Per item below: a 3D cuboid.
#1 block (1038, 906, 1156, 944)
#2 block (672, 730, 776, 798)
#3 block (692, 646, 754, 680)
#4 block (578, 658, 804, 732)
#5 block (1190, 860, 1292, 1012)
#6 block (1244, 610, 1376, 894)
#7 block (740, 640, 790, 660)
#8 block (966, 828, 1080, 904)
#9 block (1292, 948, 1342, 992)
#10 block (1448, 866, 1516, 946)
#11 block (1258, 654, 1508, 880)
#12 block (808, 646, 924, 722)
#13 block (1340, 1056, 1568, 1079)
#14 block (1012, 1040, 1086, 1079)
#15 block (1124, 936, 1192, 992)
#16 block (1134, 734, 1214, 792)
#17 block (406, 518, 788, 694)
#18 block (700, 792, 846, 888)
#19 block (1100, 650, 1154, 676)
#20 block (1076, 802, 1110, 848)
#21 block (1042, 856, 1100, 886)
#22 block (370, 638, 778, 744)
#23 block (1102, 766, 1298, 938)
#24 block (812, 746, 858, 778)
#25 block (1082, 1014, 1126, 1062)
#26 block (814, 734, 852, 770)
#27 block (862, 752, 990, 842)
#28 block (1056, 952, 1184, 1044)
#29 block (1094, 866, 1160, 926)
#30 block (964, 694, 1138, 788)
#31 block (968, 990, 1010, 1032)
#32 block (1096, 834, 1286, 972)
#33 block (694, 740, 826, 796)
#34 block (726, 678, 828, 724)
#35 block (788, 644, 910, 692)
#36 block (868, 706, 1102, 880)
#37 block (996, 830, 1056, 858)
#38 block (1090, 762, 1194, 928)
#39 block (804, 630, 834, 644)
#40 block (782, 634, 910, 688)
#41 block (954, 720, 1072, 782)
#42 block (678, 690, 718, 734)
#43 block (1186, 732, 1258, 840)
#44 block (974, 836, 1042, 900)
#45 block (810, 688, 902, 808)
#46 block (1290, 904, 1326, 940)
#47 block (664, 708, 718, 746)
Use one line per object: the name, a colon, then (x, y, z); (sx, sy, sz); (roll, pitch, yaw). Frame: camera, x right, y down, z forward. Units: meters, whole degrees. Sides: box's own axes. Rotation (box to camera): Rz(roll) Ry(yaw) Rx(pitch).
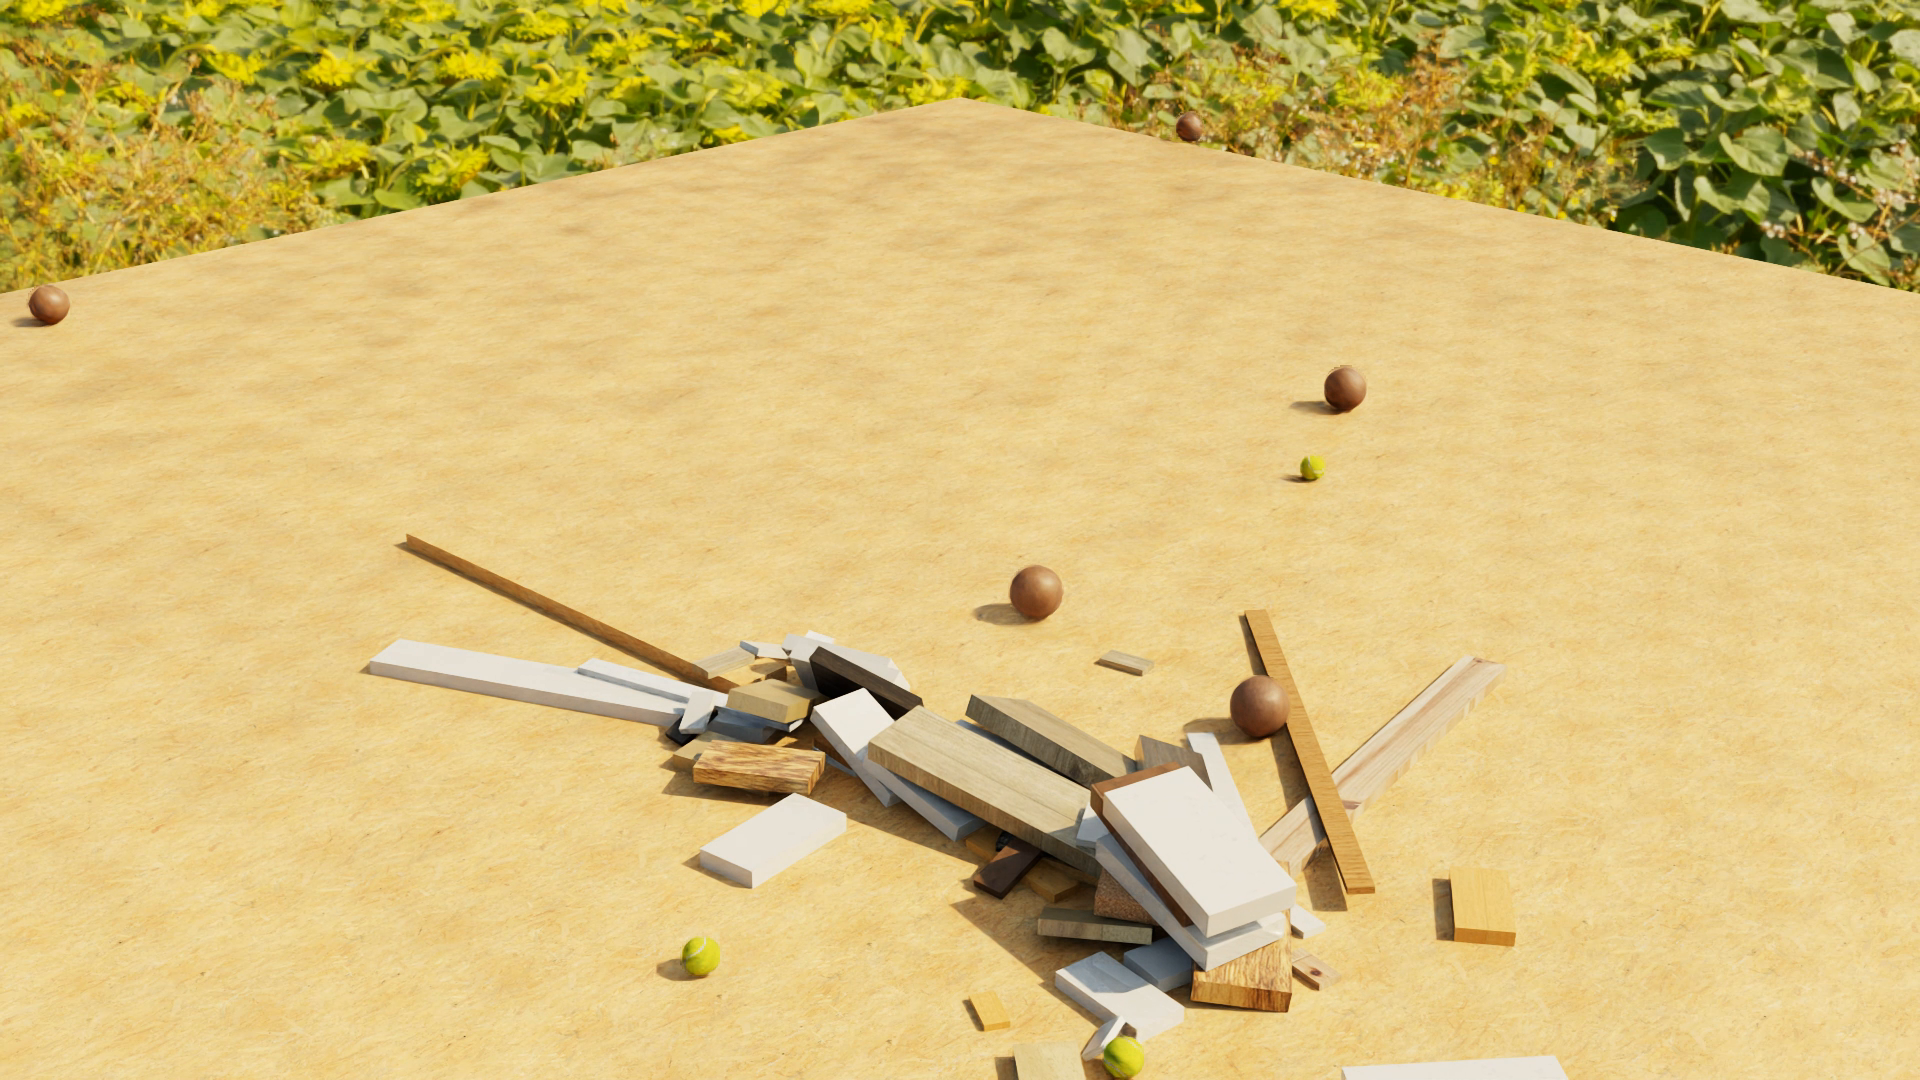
block: (0.251, 0.704, 4.020); (0.206, 0.029, 0.103); (4, 3, 8)
block: (-0.467, 0.468, 4.612); (0.245, 0.035, 0.122); (13, 26, 28)
block: (-0.536, 0.278, 4.983); (0.128, 0.018, 0.064); (-19, 29, -37)
block: (-0.599, 0.339, 4.852); (0.573, 0.015, 0.054); (13, 26, 27)
block: (0.506, 0.699, 3.956); (0.171, 0.048, 0.341); (7, 33, 3)
block: (0.731, 0.414, 4.709); (0.052, 0.015, 1.322); (-3, 21, 0)
block: (-0.442, 0.254, 5.075); (0.064, 0.018, 0.128); (20, 6, 39)
block: (0.120, 0.629, 4.254); (0.066, 0.019, 0.263); (-18, 29, -35)
block: (0.627, 0.767, 3.933); (0.052, 0.015, 0.104); (-15, 27, -31)
block: (0.975, 0.683, 4.112); (0.108, 0.031, 0.217); (4, 23, 8)
block: (0.866, 0.478, 4.596); (0.103, 0.029, 1.188); (15, 27, 32)
block: (-0.195, 0.334, 4.734); (0.271, 0.135, 0.038); (25, 61, 24)
block: (0.811, 0.914, 3.541); (0.358, 0.051, 0.179); (-2, 23, -5)
block: (0.152, 0.900, 3.600); (0.108, 0.031, 0.217); (-2, 23, -5)
block: (0.408, 0.749, 3.958); (0.206, 0.029, 0.103); (-14, 27, -29)
block: (0.432, 0.469, 4.478); (0.138, 0.039, 0.275); (17, 10, -1)
block: (-0.915, 0.151, 5.354); (1.296, 0.039, 0.138); (20, 30, 39)
block: (-0.365, 0.589, 4.323); (0.138, 0.039, 0.275); (17, 28, 34)
block: (0.385, 0.283, 5.072); (0.114, 0.016, 0.057); (15, 27, 31)
block: (0.261, 0.547, 4.206); (0.057, 0.016, 0.114); (9, 33, 11)
block: (0.242, 0.628, 4.251); (0.157, 0.022, 0.078); (15, 27, 31)
block: (-0.865, 0.334, 4.929); (0.986, 0.035, 0.122); (8, 24, 18)
block: (0.421, 0.548, 3.905); (0.179, 0.051, 0.358); (-15, 36, -22)
block: (-0.242, 0.460, 4.654); (0.133, 0.019, 0.067); (21, 31, 41)
block: (0.243, 0.843, 3.721); (0.047, 0.013, 0.095); (-37, 2, 33)
block: (-0.243, 0.442, 4.646); (0.067, 0.019, 0.133); (-17, 28, -35)
block: (-0.054, 0.495, 4.454); (0.135, 0.038, 0.271); (-24, 47, -40)
block: (0.277, 0.798, 3.842); (0.108, 0.031, 0.217); (-17, 28, -34)
block: (0.358, 0.592, 4.111); (0.160, 0.045, 0.320); (8, 32, 10)
block: (0.252, 0.449, 4.562); (0.171, 0.048, 0.561); (10, 12, -42)
block: (0.051, 0.817, 3.817); (0.047, 0.013, 0.094); (-7, 24, -15)
block: (0.412, 0.626, 3.968); (0.171, 0.048, 0.341); (-18, 38, -26)
block: (-0.412, 0.468, 4.526); (0.245, 0.035, 0.122); (5, 24, 12)
block: (-0.392, 0.346, 4.742); (0.135, 0.038, 0.269); (14, 5, 14)
block: (-0.237, 0.312, 4.852); (0.269, 0.135, 0.038); (13, 56, 27)
block: (0.161, 0.523, 4.296); (0.758, 0.045, 0.160); (24, 38, 31)
block: (0.143, 0.591, 4.291); (0.132, 0.019, 0.066); (5, 23, 16)
block: (0.398, 0.548, 3.998); (0.179, 0.051, 0.358); (-13, 36, -21)
block: (-0.340, 0.254, 5.118); (0.064, 0.018, 0.128); (19, 25, 4)
block: (-0.256, 0.284, 4.925); (0.269, 0.135, 0.038); (12, 64, 26)
block: (0.061, 0.472, 4.589); (0.320, 0.045, 0.160); (21, 31, 40)
block: (-0.564, 0.371, 4.739); (0.054, 0.015, 0.109); (-3, 43, 17)
block: (0.539, 0.514, 4.529); (0.057, 0.016, 0.466); (-2, 23, -5)
block: (0.092, 0.627, 4.207); (0.066, 0.019, 0.132); (22, 47, 33)
block: (-0.177, 0.429, 4.572); (0.135, 0.038, 0.271); (-19, 52, -37)
block: (0.624, 0.703, 4.084); (0.052, 0.015, 0.104); (-14, 27, -29)
block: (-0.579, 0.396, 4.745); (0.054, 0.015, 0.109); (27, 57, 31)
